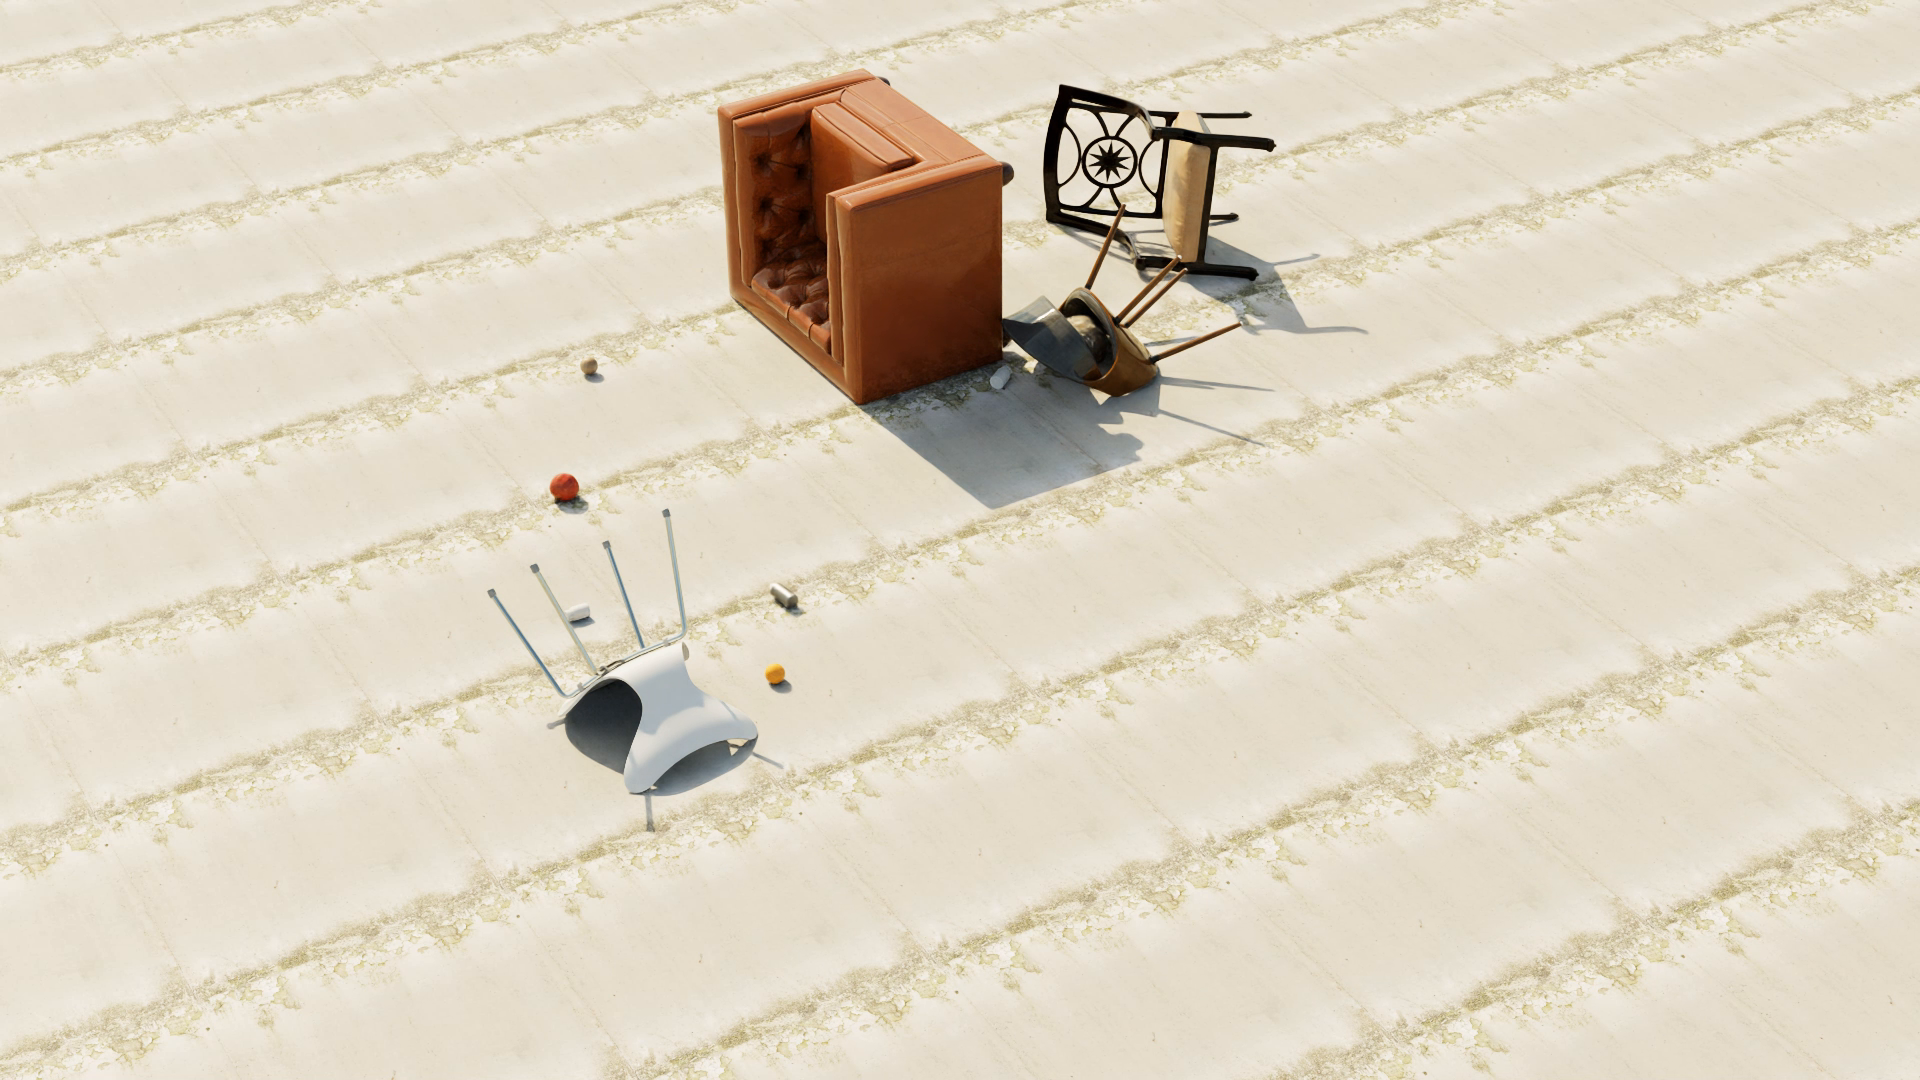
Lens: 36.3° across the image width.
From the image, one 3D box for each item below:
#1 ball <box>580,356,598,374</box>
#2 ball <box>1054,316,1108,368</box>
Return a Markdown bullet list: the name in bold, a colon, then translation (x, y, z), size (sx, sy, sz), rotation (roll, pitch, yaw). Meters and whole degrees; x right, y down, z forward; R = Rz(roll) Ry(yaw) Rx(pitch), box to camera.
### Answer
- **ball**: translation (-1.513, -0.711, 11.955), size (0.074, 0.074, 0.074), rotation (0, 33, 0)
- **ball**: translation (0.493, -0.809, 11.974), size (0.218, 0.218, 0.218), rotation (0, 33, 0)
